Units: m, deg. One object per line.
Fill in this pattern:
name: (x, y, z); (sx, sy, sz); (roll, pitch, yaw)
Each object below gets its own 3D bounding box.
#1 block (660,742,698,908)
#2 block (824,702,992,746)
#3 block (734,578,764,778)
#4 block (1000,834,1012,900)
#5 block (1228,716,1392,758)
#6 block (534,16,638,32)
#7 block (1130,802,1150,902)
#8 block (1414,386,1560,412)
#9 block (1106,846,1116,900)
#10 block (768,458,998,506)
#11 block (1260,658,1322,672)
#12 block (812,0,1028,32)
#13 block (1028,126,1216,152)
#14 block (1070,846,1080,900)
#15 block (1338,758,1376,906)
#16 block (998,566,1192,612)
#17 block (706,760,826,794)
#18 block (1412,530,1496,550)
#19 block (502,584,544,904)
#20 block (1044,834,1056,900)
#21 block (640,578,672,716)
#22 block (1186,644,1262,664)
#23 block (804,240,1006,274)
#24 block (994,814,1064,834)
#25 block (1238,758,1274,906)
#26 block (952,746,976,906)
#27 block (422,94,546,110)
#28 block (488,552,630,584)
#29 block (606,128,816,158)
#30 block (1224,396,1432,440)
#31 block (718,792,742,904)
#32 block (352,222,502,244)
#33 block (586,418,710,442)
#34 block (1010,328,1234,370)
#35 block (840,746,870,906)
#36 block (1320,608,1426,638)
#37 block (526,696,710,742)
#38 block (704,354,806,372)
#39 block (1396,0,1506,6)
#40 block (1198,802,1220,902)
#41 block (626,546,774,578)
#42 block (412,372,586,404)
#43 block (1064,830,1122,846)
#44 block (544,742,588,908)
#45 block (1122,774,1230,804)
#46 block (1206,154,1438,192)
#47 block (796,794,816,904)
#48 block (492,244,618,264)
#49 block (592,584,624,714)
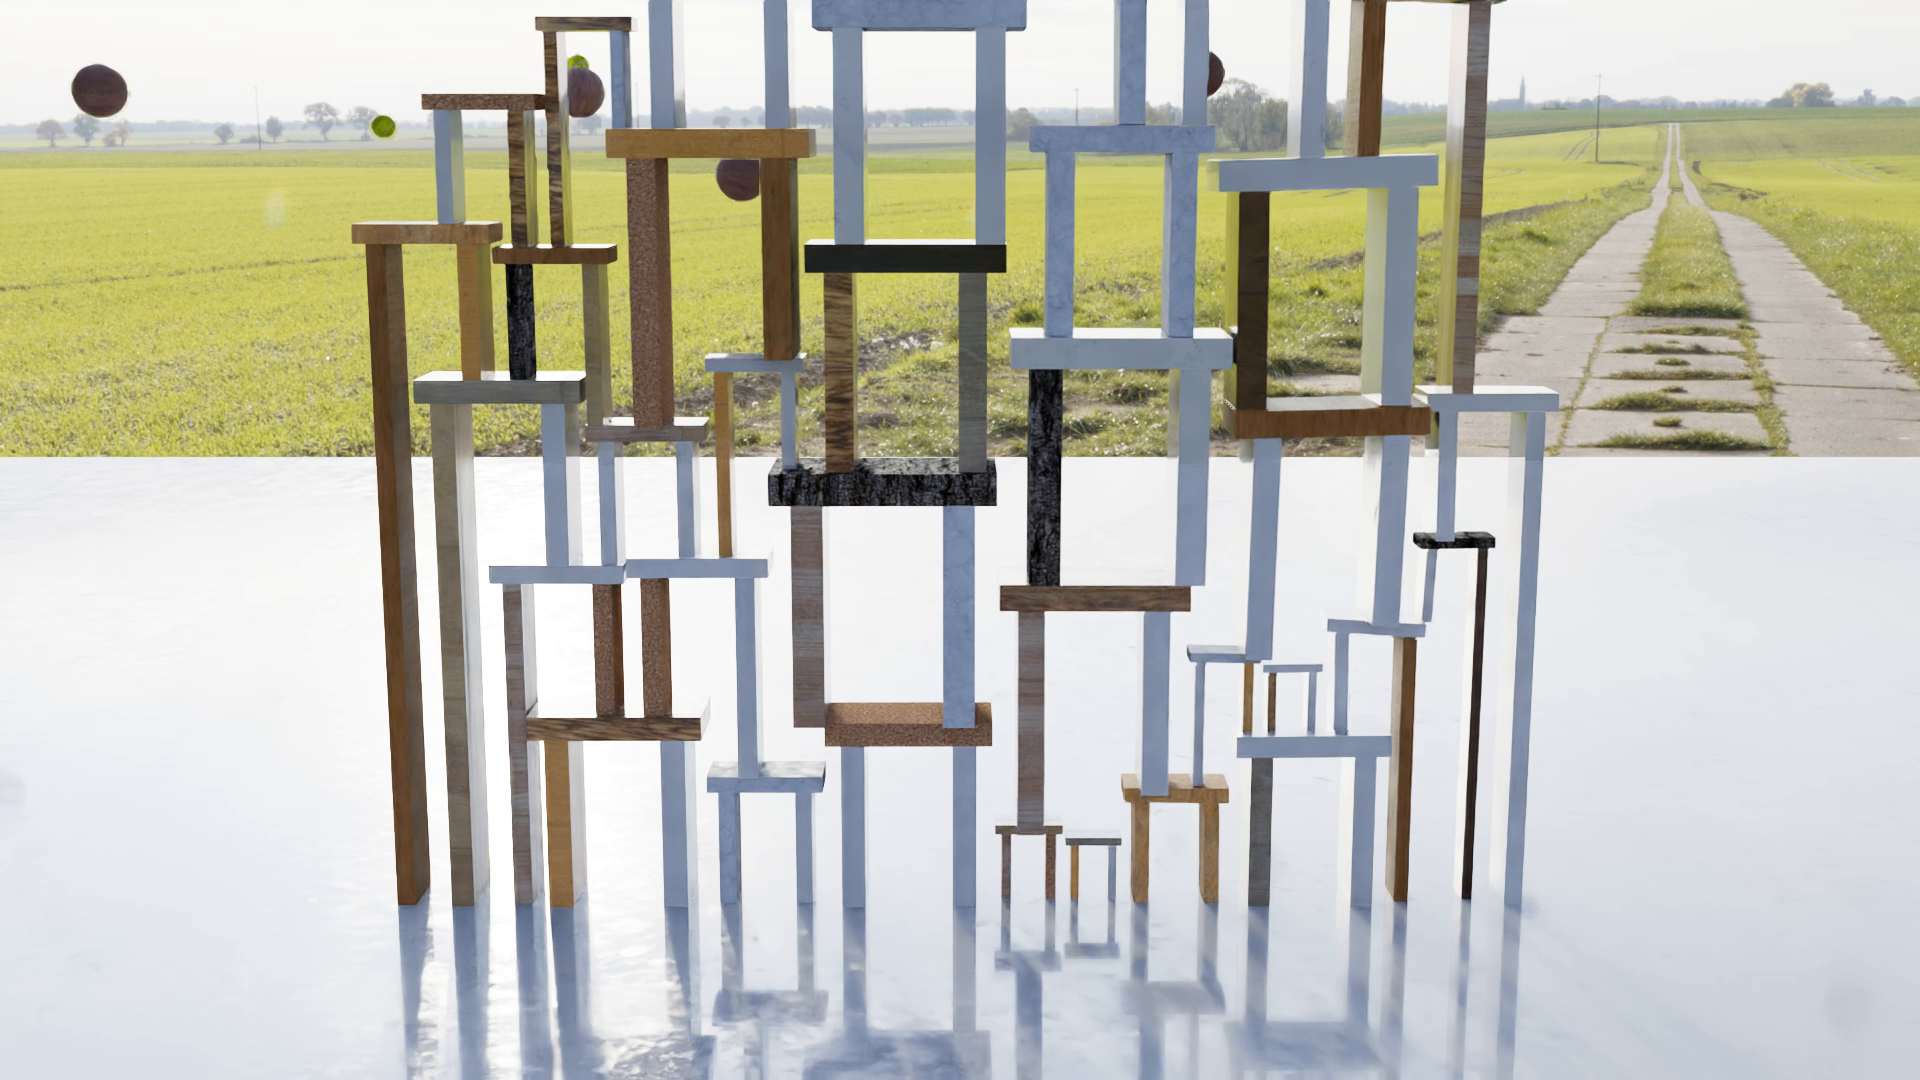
block: (-0.465, 0.451, 3.647); (0.040, 0.282, 0.141); (0, 11, 0)
block: (-0.084, 0.303, 3.621); (0.272, 0.039, 0.136); (0, 11, 0)
block: (-0.344, 0.214, 3.600); (0.032, 0.333, 0.113); (0, 11, 0)
block: (0.076, 0.535, 3.660); (0.016, 0.112, 0.056); (0, 11, 0)
block: (0.573, 0.324, 3.620); (0.252, 0.036, 0.126); (-1, 11, 0)
block: (-0.578, -0.800, 3.409); (0.149, 0.021, 0.074); (0, 11, -1)
block: (0.299, 0.506, 3.654); (0.024, 0.171, 0.085); (0, 11, 0)
block: (0.841, -0.226, 3.518); (0.208, 0.029, 0.104); (0, 11, 0)
block: (0.251, 0.545, 3.656); (0.013, 0.093, 0.046); (0, 11, 0)
block: (-0.122, -0.094, 3.543); (0.360, 0.051, 0.180); (0, 11, 0)
block: (0.541, 0.204, 3.596); (0.097, 0.014, 0.049); (-1, 11, 1)
block: (-0.062, -0.815, 3.409); (0.327, 0.046, 0.163); (0, 11, 0)
block: (0.251, -0.628, 3.441); (0.284, 0.040, 0.142); (0, 11, 1)
block: (0.190, 0.545, 3.656); (0.013, 0.093, 0.046); (0, 11, 0)
block: (0.658, 0.465, 3.647); (0.036, 0.252, 0.126); (0, 10, 0)
block: (0.215, 0.079, 3.566); (0.304, 0.043, 0.152); (0, 11, 0)
block: (-0.319, 0.391, 3.632); (0.189, 0.027, 0.095); (0, 11, 0)
block: (0.801, 0.000, 3.566); (0.121, 0.017, 0.060); (-1, 11, -1)
block: (-0.718, 0.325, 3.624); (0.031, 0.538, 0.108); (0, 11, 0)
block: (0.151, 0.535, 3.660); (0.016, 0.112, 0.056); (0, 11, 0)
block: (-0.496, 0.162, 3.590); (0.032, 0.227, 0.113); (0, 11, 0)
block: (0.430, 0.186, 3.587); (0.115, 0.016, 0.058); (1, 11, -1)
block: (-0.085, -0.450, 3.480); (0.313, 0.044, 0.157); (0, 11, 0)
block: (0.114, 0.472, 3.648); (0.112, 0.016, 0.056); (0, 11, 0)
block: (0.490, 0.466, 3.647); (0.036, 0.252, 0.126); (0, 11, 0)
block: (0.007, 0.455, 3.649); (0.039, 0.272, 0.136); (0, 11, 0)
block: (-0.743, -0.684, 3.435); (0.175, 0.025, 0.087); (0, 11, 1)
block: (-0.647, 0.046, 3.572); (0.216, 0.031, 0.108); (0, 11, 0)
block: (-0.386, -0.622, 3.444); (0.311, 0.044, 0.156); (0, 11, 0)
block: (0.584, -0.198, 3.520); (0.307, 0.043, 0.153); (-1, 11, 0)
block: (-0.382, 0.497, 3.652); (0.027, 0.189, 0.095); (0, 11, 0)
block: (-0.839, -0.485, 3.467); (0.212, 0.030, 0.106); (0, 11, 0)
block: (-0.500, -0.178, 3.530); (0.186, 0.026, 0.093); (0, 11, 0)
block: (0.252, -0.305, 3.499); (0.344, 0.049, 0.172); (0, 11, 0)
block: (-0.174, 0.455, 3.649); (0.039, 0.272, 0.136); (0, 11, 0)
block: (0.674, 0.135, 3.590); (0.159, 0.023, 0.080); (3, 10, 2)
block: (-0.559, 0.293, 3.618); (0.282, 0.040, 0.141); (0, 11, 0)
block: (-0.325, -0.283, 3.505); (0.156, 0.022, 0.078); (0, 11, 0)
block: (0.714, -0.854, 3.404); (0.241, 0.034, 0.121); (3, 11, 0)
block: (0.413, 0.506, 3.651); (0.024, 0.171, 0.086); (0, 11, 0)
block: (-0.420, 0.035, 3.567); (0.227, 0.032, 0.113); (0, 11, 0)
block: (-0.728, -0.244, 3.518); (0.261, 0.037, 0.131); (0, 11, 0)
block: (0.221, 0.493, 3.646); (0.093, 0.013, 0.046); (0, 11, 0)
block: (-0.653, 0.451, 3.647); (0.040, 0.282, 0.141); (0, 11, 0)
block: (0.355, 0.410, 3.635); (0.171, 0.024, 0.086); (0, 11, 1)
block: (0.565, -0.577, 3.455); (0.337, 0.048, 0.168); (-2, 10, 0)
block: (-0.256, 0.497, 3.652); (0.027, 0.189, 0.095); (0, 11, 0)
block: (-0.639, -0.451, 3.473); (0.181, 0.026, 0.090); (0, 11, 1)
block: (-0.574, 0.167, 3.594); (0.031, 0.216, 0.108); (0, 11, 0)
